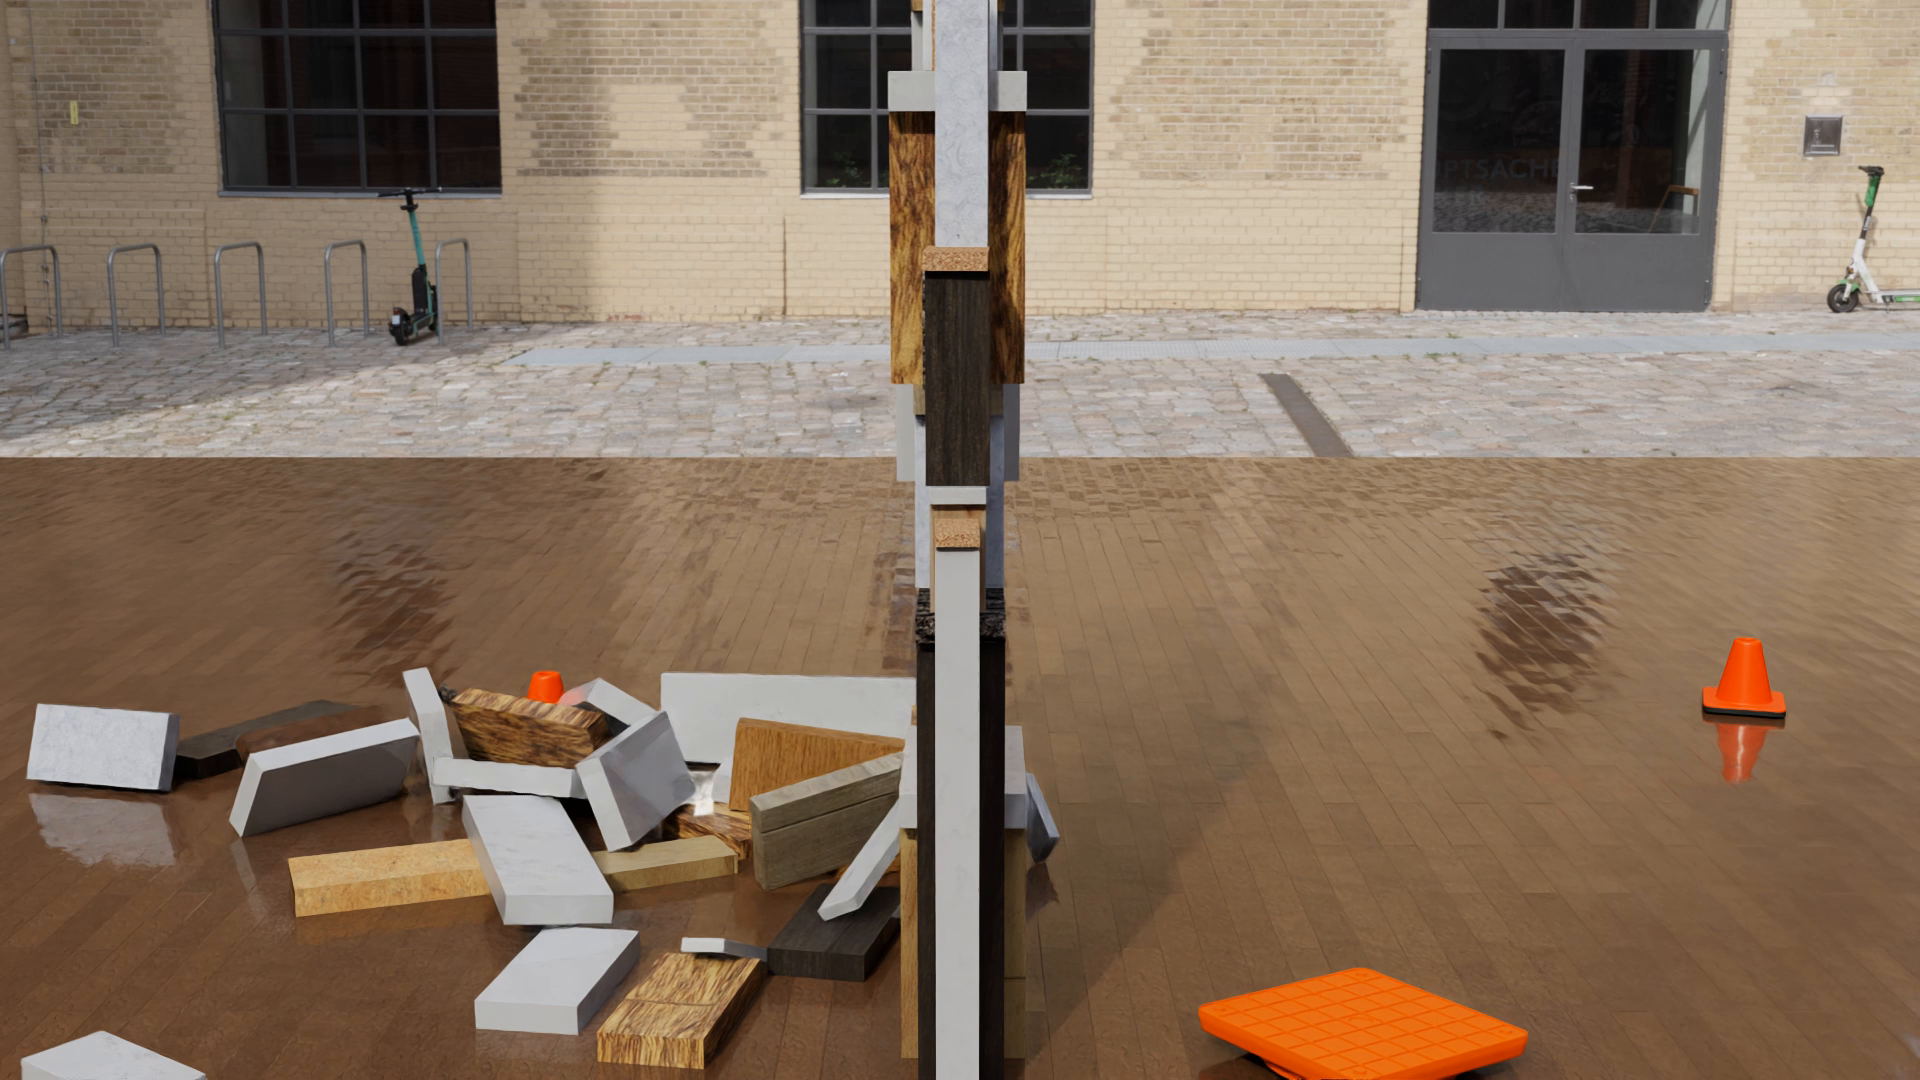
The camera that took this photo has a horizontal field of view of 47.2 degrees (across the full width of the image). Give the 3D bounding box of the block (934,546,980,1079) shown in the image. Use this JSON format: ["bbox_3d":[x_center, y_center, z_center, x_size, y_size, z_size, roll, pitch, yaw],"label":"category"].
[{"bbox_3d":[-0.003,0.376,2.752,0.054,0.755,0.015,0,11,0],"label":"block"}]

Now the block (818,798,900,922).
[{"bbox_3d":[-0.128,0.501,3.554,0.072,0.020,0.360,-24,13,29],"label":"block"}]

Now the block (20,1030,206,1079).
[{"bbox_3d":[-1.121,0.713,2.913,0.239,0.034,0.120,8,13,36],"label":"block"}]

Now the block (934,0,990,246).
[{"bbox_3d":[0.003,-0.557,2.821,0.068,0.359,0.019,1,11,7],"label":"block"}]

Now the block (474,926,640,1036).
[{"bbox_3d":[-0.589,0.647,3.248,0.150,0.043,0.301,2,11,9],"label":"block"}]

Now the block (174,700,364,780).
[{"bbox_3d":[-1.437,0.407,4.538,0.146,0.041,0.454,6,12,30],"label":"block"}]

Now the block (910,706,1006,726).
[{"bbox_3d":[-0.003,0.315,3.412,0.148,0.042,0.296,0,11,0],"label":"block"}]

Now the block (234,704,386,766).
[{"bbox_3d":[-1.228,0.416,4.239,0.292,0.146,0.041,-11,-29,-45],"label":"block"}]

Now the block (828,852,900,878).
[{"bbox_3d":[-0.150,0.556,3.788,0.143,0.020,0.072,-10,14,-38],"label":"block"}]

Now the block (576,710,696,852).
[{"bbox_3d":[-0.573,0.425,3.916,0.046,0.162,0.324,-19,5,16],"label":"block"}]

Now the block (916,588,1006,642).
[{"bbox_3d":[0.001,0.094,2.890,0.113,0.032,0.227,0,10,0],"label":"block"}]

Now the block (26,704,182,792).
[{"bbox_3d":[-1.661,0.402,4.265,0.292,0.146,0.041,3,-9,14],"label":"block"}]

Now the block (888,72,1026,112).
[{"bbox_3d":[-0.003,-0.613,3.018,0.179,0.051,0.358,0,11,0],"label":"block"}]

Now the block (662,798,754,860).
[{"bbox_3d":[-0.420,0.518,3.963,0.120,0.034,0.239,-9,14,-41],"label":"block"}]

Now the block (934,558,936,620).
[{"bbox_3d":[-0.004,0.045,2.765,0.054,0.109,0.015,0,11,0],"label":"block"}]

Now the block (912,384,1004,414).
[{"bbox_3d":[-0.003,-0.204,3.009,0.119,0.034,0.238,0,11,0],"label":"block"}]

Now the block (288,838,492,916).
[{"bbox_3d":[-0.949,0.563,3.688,0.330,0.047,0.165,-4,11,-20],"label":"block"}]

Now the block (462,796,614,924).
[{"bbox_3d":[-0.710,0.524,3.652,0.165,0.047,0.586,3,8,-19],"label":"block"}]

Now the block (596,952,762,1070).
[{"bbox_3d":[-0.396,0.667,3.136,0.150,0.043,0.301,2,11,10],"label":"block"}]

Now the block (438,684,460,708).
[{"bbox_3d":[-0.943,0.367,4.405,0.214,0.030,0.107,32,-10,15],"label":"block"}]

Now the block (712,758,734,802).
[{"bbox_3d":[-0.278,0.461,4.128,0.350,0.050,0.175,4,5,2],"label":"block"}]

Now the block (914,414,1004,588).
[{"bbox_3d":[-0.001,-0.056,2.956,0.119,0.238,0.034,0,10,0],"label":"block"}]

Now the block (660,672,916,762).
[{"bbox_3d":[-0.342,0.360,4.410,0.513,0.175,0.050,1,0,5],"label":"block"}]

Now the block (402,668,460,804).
[{"bbox_3d":[-1.038,0.379,4.306,0.050,0.178,0.356,-11,13,-17],"label":"block"}]

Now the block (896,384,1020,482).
[{"bbox_3d":[-0.003,-0.350,3.189,0.179,0.528,0.051,0,11,0],"label":"block"}]

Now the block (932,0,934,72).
[{"bbox_3d":[-0.003,-0.684,2.892,0.068,0.136,0.019,0,11,0],"label":"block"}]

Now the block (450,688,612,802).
[{"bbox_3d":[-0.809,0.395,4.217,0.355,0.178,0.050,7,33,32],"label":"block"}]

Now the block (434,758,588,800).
[{"bbox_3d":[-0.781,0.444,4.066,0.369,0.050,0.178,0,-9,37],"label":"block"}]

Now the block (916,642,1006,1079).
[{"bbox_3d":[0.001,0.425,2.875,0.113,0.614,0.032,0,10,0],"label":"block"}]

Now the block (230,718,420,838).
[{"bbox_3d":[-1.166,0.435,4.049,0.330,0.165,0.047,-12,47,-47],"label":"block"}]

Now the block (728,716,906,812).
[{"bbox_3d":[-0.250,0.426,3.994,0.324,0.162,0.046,8,15,2],"label":"block"}]

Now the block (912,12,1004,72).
[{"bbox_3d":[-0.004,-0.655,3.313,0.136,0.272,0.039,0,10,0],"label":"block"}]

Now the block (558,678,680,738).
[{"bbox_3d":[-0.671,0.347,4.258,0.175,0.050,0.350,32,-18,-14],"label":"block"}]

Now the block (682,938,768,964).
[{"bbox_3d":[-0.349,0.615,3.294,0.072,0.020,0.143,-3,-17,24],"label":"block"}]

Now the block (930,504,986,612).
[{"bbox_3d":[-0.003,0.021,2.805,0.071,0.142,0.020,0,10,0],"label":"block"}]

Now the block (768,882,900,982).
[{"bbox_3d":[-0.185,0.611,3.441,0.150,0.043,0.301,2,11,12],"label":"block"}]

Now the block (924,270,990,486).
[{"bbox_3d":[-0.003,-0.204,2.770,0.081,0.272,0.023,0,10,0],"label":"block"}]

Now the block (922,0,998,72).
[{"bbox_3d":[0.000,-0.757,3.086,0.104,0.208,0.029,0,-5,0],"label":"block"}]

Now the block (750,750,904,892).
[{"bbox_3d":[-0.187,0.468,3.731,0.341,0.162,0.046,-15,31,-25],"label":"block"}]

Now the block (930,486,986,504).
[{"bbox_3d":[-0.003,-0.068,2.837,0.071,0.020,0.142,0,10,0],"label":"block"}]

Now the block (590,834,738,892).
[{"bbox_3d":[-0.534,0.556,3.759,0.283,0.034,0.120,-5,12,-25],"label":"block"}]

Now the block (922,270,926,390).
[{"bbox_3d":[-0.007,-0.277,2.869,0.081,0.163,0.023,1,11,6],"label":"block"}]

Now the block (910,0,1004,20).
[{"bbox_3d":[-0.007,-0.824,3.373,0.136,0.039,0.272,0,10,-2],"label":"block"}]

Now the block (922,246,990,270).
[{"bbox_3d":[-0.004,-0.359,2.798,0.081,0.023,0.163,0,10,2],"label":"block"}]

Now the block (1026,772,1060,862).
[{"bbox_3d":[0.129,0.485,3.846,0.020,0.071,0.142,2,45,-27],"label":"block"}]

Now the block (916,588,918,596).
[{"bbox_3d":[-0.002,-0.063,3.115,0.119,0.282,0.034,0,11,0],"label":"block"}]

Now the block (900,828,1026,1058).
[{"bbox_3d":[0.004,0.540,3.010,0.170,0.339,0.048,0,11,0],"label":"block"}]

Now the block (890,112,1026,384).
[{"bbox_3d":[-0.003,-0.390,2.938,0.179,0.358,0.051,0,11,0],"label":"block"}]

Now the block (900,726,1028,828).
[{"bbox_3d":[0.005,0.329,3.086,0.170,0.048,0.339,0,11,0],"label":"block"}]

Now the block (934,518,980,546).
[{"bbox_3d":[-0.004,-0.009,2.717,0.054,0.015,0.109,0,11,-1],"label":"block"}]
